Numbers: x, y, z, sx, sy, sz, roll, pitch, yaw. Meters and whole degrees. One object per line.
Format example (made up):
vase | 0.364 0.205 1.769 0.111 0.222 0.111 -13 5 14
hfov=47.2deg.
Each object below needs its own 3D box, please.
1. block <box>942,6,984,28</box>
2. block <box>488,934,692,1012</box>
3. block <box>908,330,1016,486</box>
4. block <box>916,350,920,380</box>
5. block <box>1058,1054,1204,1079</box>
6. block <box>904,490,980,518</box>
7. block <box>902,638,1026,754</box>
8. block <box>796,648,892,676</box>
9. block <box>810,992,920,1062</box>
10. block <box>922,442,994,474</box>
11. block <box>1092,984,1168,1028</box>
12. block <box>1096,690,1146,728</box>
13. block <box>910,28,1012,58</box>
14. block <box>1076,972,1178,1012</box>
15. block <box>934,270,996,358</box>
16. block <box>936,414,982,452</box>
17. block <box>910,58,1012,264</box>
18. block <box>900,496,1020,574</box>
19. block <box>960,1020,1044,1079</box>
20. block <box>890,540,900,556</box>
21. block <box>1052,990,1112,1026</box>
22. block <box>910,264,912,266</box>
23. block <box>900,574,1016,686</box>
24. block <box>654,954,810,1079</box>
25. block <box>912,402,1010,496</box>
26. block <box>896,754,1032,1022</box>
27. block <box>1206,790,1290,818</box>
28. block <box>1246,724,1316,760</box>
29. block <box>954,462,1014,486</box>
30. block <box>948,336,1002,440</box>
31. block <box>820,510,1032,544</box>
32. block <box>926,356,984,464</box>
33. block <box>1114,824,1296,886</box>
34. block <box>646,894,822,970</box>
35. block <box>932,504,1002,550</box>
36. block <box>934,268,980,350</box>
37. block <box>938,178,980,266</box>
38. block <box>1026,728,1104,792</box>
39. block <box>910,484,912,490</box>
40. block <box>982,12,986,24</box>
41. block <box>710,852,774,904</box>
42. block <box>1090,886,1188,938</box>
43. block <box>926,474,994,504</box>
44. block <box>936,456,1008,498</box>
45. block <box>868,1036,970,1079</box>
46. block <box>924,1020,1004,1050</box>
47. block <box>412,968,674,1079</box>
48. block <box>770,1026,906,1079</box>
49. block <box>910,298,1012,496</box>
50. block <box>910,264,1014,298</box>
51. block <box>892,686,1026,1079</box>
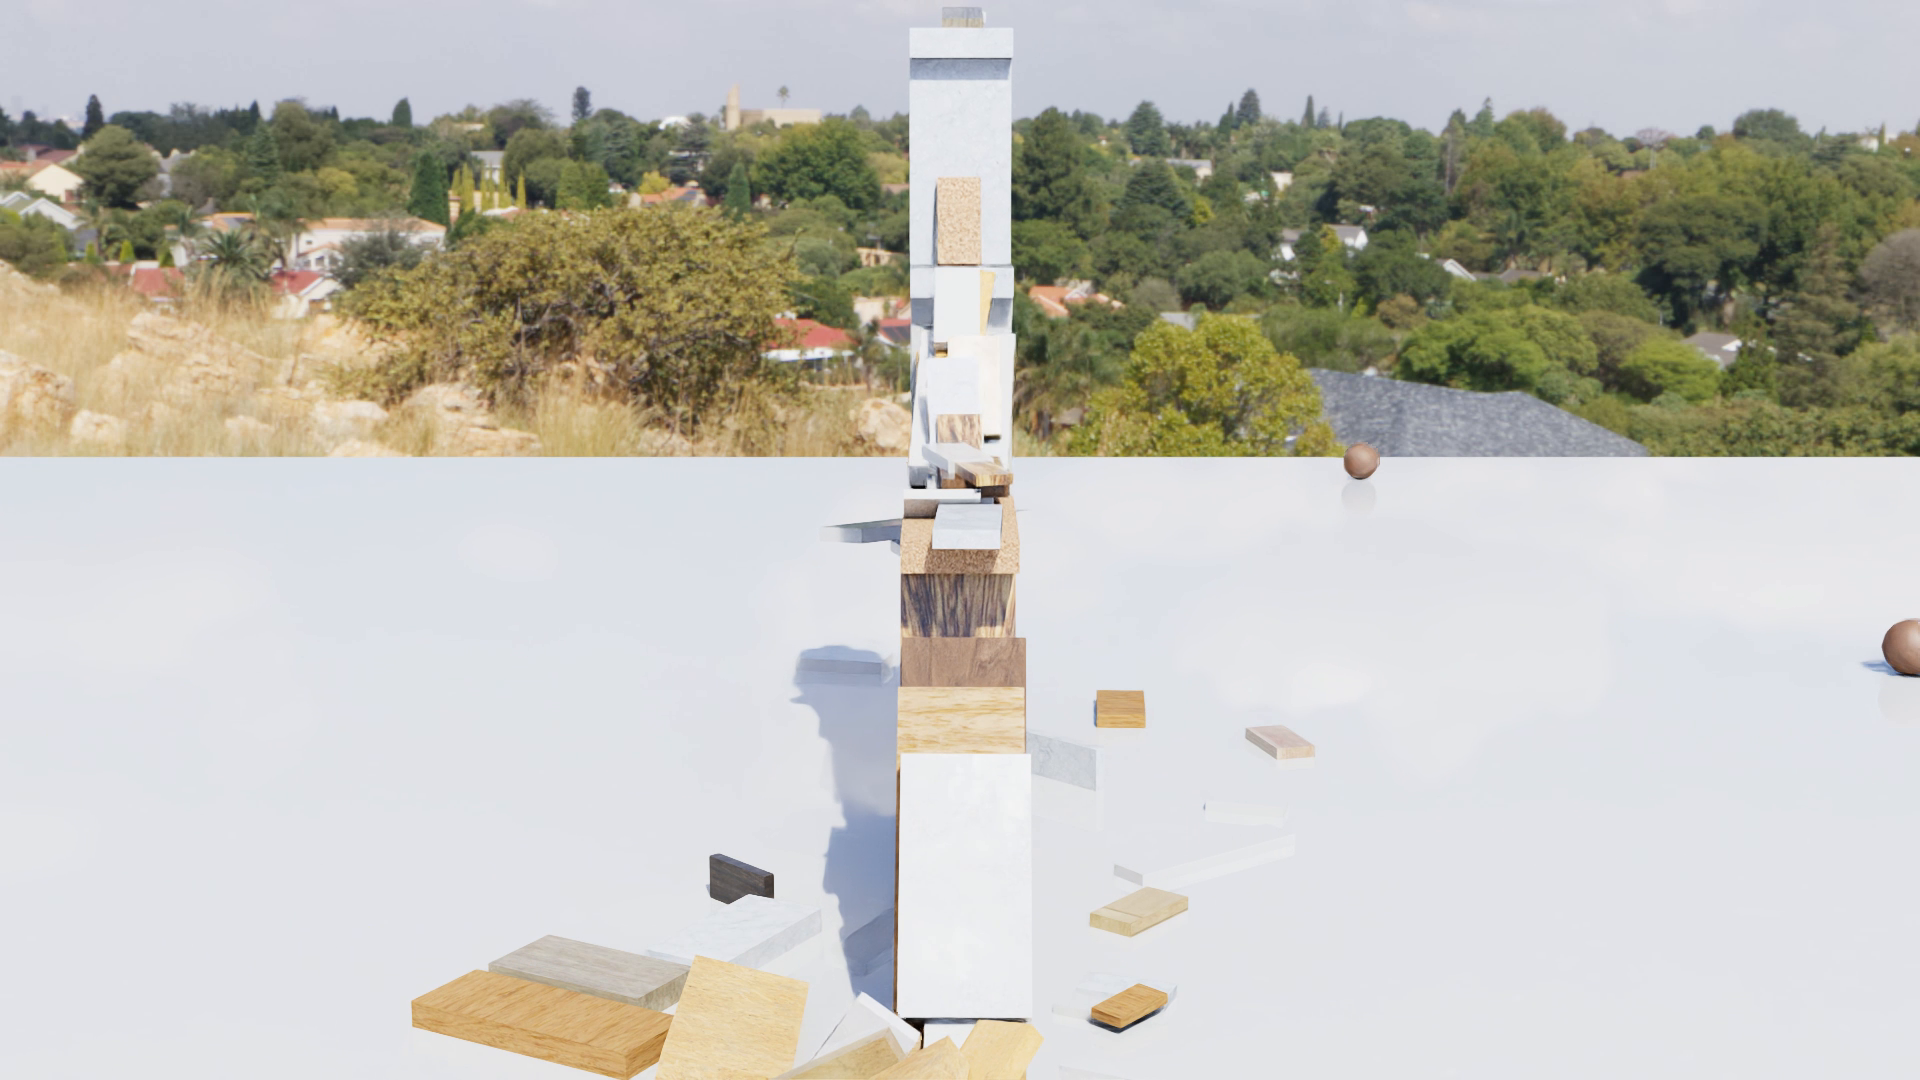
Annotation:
block | 0.004 -0.883 3.722 0.068 0.019 0.136 0 21 0
block | -0.544 0.647 3.252 0.276 0.039 0.138 6 12 29
block | 0.005 -0.210 3.482 0.152 0.043 0.303 3 49 2
block | 0.004 -0.157 3.609 0.152 0.303 0.043 0 -4 -1
block | 0.247 0.712 2.654 0.263 0.131 0.037 5 12 25
block | -0.025 -0.051 3.090 0.107 0.015 0.054 0 -29 -1
block | 0.005 0.305 3.018 0.170 0.340 0.048 0 -8 1
block | -0.273 0.288 5.215 0.208 0.029 0.104 2 11 13
block | -0.136 0.660 2.748 0.090 0.179 0.025 35 18 1
block | -0.005 -0.121 3.227 0.067 0.019 0.143 -4 12 -16
block | 0.242 0.664 3.138 0.054 0.015 0.107 11 18 42
block | 0.350 0.367 4.787 0.104 0.029 0.208 1 11 3
block | 0.001 -0.842 3.760 0.169 0.048 0.338 0 10 0
block | 0.244 0.663 3.226 0.134 0.019 0.067 4 11 22
block | 0.004 -0.328 3.505 0.072 0.234 0.020 7 -27 5
block | 0.001 -0.124 3.341 0.067 0.134 0.019 -2 -8 -3
block | 0.001 -0.633 3.684 0.169 0.338 0.048 0 11 0
block | 0.000 -0.010 3.119 0.161 0.046 0.321 0 12 0
block | 0.012 0.670 2.655 0.100 0.028 0.200 -10 35 50
block | -0.050 0.013 4.485 0.167 0.024 0.083 -3 11 -17
block | 0.194 0.675 3.168 0.107 0.015 0.054 6 12 27
block | -0.004 -0.639 3.902 0.169 0.401 0.048 0 11 0
block | -0.003 0.243 3.082 0.161 0.438 0.046 0 -3 0
block | -0.306 0.670 2.997 0.169 0.048 0.338 14 10 -2
block | 0.001 -0.085 3.474 0.152 0.043 0.318 0 51 -1
block | 0.007 0.448 2.843 0.170 0.340 0.048 0 -20 1
block | 0.539 0.494 4.127 0.145 0.021 0.072 3 11 17
block | 0.659 0.417 4.537 0.083 0.024 0.166 -3 11 -15
block | 0.033 -0.094 3.110 0.054 0.015 0.107 -3 12 -16
block | 0.022 -0.237 3.419 0.081 0.162 0.023 0 -17 -1
block | -0.062 -0.032 4.687 0.104 0.029 0.657 3 6 33
block | -0.008 -0.200 3.380 0.081 0.162 0.023 -3 -13 -3
block | 0.431 0.548 3.839 0.366 0.021 0.072 -8 13 -37
block | -0.347 0.619 3.404 0.138 0.039 0.276 6 12 28
block | 0.012 -0.019 2.989 0.090 0.025 0.179 0 12 2
block | -0.004 -0.368 3.499 0.072 0.144 0.020 0 -29 0
block | -0.002 -0.528 3.644 0.072 0.144 0.020 0 1 0
block | 0.168 0.424 4.337 0.289 0.083 0.024 10 15 44
block | -0.005 -0.096 3.954 0.166 0.047 0.332 0 11 0
block | 0.007 -0.914 3.863 0.068 0.019 0.136 -1 10 -3
block | -0.357 0.566 3.599 0.021 0.072 0.145 -10 14 -43
block | 0.290 0.600 3.552 0.081 0.023 0.162 8 13 38
block | -0.001 -0.066 3.210 0.094 0.027 0.189 0 12 -1
block | 0.017 -0.092 3.203 0.095 0.027 0.189 -1 12 -3
block | -0.094 0.717 2.514 0.169 0.048 0.378 -32 10 15
block | 0.004 0.691 2.727 0.100 0.028 0.200 0 48 1
block | -0.579 0.678 3.089 0.378 0.039 0.138 6 12 28
block | -0.145 0.680 2.727 0.179 0.090 0.025 -27 8 16
block | 0.003 -0.213 3.678 0.168 0.389 0.048 0 8 -1
block | 0.003 -0.447 3.741 0.168 0.048 0.336 0 10 0
block | 0.000 0.474 2.886 0.170 0.569 0.048 0 -20 1
